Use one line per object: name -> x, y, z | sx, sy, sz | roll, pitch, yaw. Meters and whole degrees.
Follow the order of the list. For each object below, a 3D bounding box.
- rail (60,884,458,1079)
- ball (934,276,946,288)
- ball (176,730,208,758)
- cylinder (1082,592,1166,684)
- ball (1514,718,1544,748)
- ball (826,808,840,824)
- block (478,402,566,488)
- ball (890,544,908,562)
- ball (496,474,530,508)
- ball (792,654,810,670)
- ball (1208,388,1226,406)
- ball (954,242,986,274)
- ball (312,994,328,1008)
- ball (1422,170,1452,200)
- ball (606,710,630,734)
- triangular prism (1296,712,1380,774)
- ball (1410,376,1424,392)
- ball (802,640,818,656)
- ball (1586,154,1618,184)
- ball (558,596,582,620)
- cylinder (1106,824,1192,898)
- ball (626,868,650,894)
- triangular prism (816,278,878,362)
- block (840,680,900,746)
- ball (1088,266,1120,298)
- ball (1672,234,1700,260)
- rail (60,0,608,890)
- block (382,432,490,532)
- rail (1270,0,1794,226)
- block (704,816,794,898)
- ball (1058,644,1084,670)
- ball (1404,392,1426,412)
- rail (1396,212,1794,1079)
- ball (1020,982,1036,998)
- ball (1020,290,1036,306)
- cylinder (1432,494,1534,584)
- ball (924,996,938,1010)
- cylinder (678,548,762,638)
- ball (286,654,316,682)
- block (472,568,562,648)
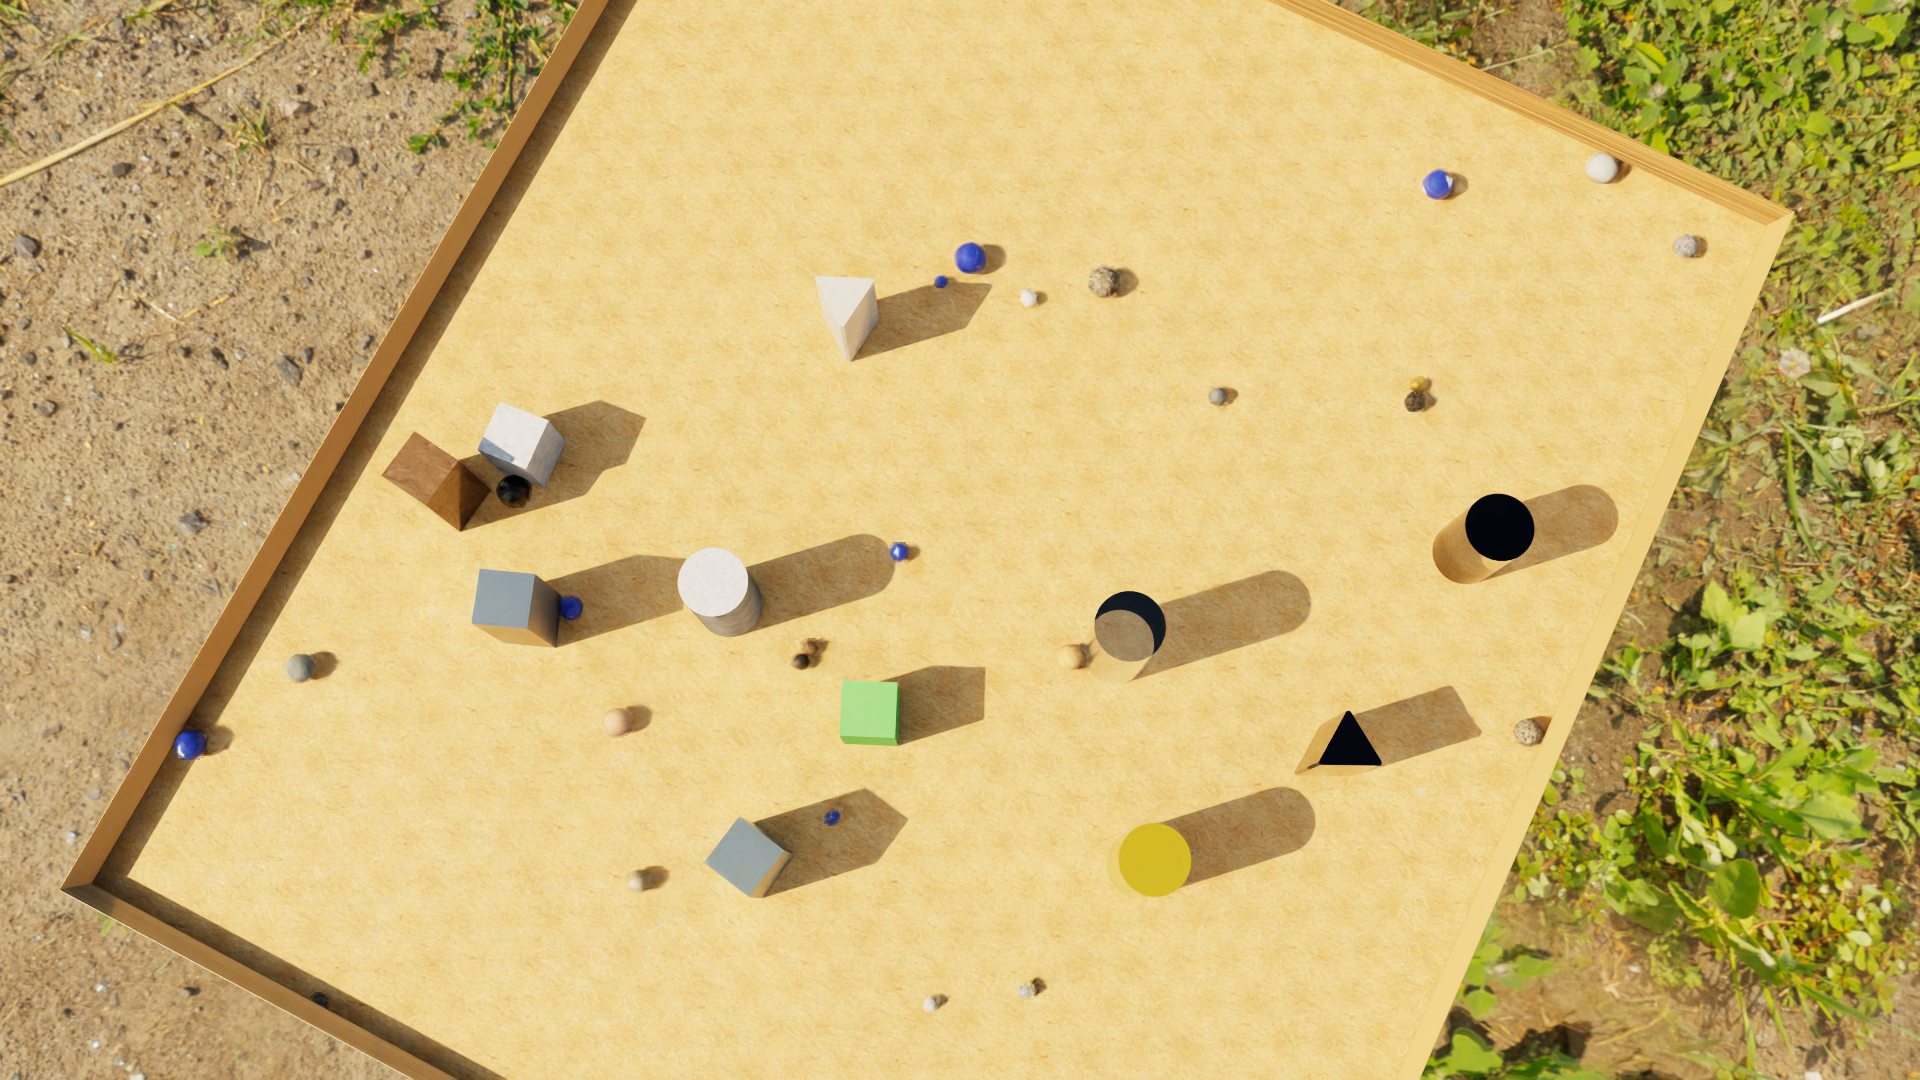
rail -> -0.923, 1.814, 5.174 | 3.716, 0.129, 0.045 | 26, 80, 5
ball -> -0.062, -0.813, 5.764 | 0.041, 0.041, 0.041 | 0, 78, 0
ball -> -2.285, 0.606, 5.446 | 0.088, 0.088, 0.088 | 0, 78, 0
cylinder -> 0.471, 0.288, 5.308 | 0.199, 0.488, 0.199 | 0, 78, 0
ball -> 1.693, 0.574, 5.455 | 0.085, 0.085, 0.085 | 0, 78, 0
ball -> -0.375, 0.818, 5.424 | 0.045, 0.045, 0.045 | 0, 78, 0
block -> -1.325, -0.287, 5.551 | 0.159, 0.244, 0.159 | 21, 79, 4
ball -> -0.185, 0.039, 5.581 | 0.055, 0.055, 0.055 | 0, 78, 0
ball -> -1.364, -0.150, 5.597 | 0.099, 0.099, 0.099 | 0, 78, 0
ball -> -0.477, 0.367, 5.514 | 0.051, 0.051, 0.051 | 0, 78, 0
ball -> 0.799, -0.446, 5.680 | 0.057, 0.057, 0.057 | 0, 78, 0
ball -> 0.030, -0.884, 5.749 | 0.100, 0.100, 0.100 | 0, 78, 0
ball -> -1.857, 1.341, 5.316 | 0.045, 0.045, 0.045 | 0, 78, 0
ball -> 1.511, -1.124, 5.802 | 0.094, 0.094, 0.094 | 0, 78, 0
ball -> -1.020, 0.541, 5.463 | 0.074, 0.074, 0.074 | 0, 78, 0
triangular prism -> 1.086, 0.588, 5.299 | 0.173, 0.384, 0.149 | 0, 78, 0
ball -> 1.420, -0.483, 5.693 | 0.047, 0.047, 0.047 | 0, 78, 0
ball -> -0.453, 0.325, 5.525 | 0.047, 0.047, 0.047 | 0, 78, 0
ball -> 2.038, -1.178, 5.813 | 0.094, 0.094, 0.094 | 0, 78, 0
ball -> -1.177, 0.208, 5.536 | 0.073, 0.073, 0.073 | 0, 78, 0
cylinder -> 0.533, 0.917, 5.215 | 0.199, 0.416, 0.199 | 0, 78, 0
ball -> -0.943, 1.000, 5.374 | 0.070, 0.070, 0.070 | 0, 78, 0
triangular prism -> -0.364, -0.702, 5.583 | 0.149, 0.351, 0.173 | 32, 80, 6
block -> -0.263, 0.511, 5.382 | 0.159, 0.253, 0.159 | 2, 78, 0
ball -> 0.449, -0.806, 5.734 | 0.097, 0.097, 0.097 | 0, 78, 0
ball -> 2.285, -0.923, 5.770 | 0.083, 0.083, 0.083 | 0, 78, 0
rail -> -1.641, -0.796, 5.714 | 0.045, 0.129, 4.174 | 26, 80, 5
block -> -1.556, -0.170, 5.461 | 0.159, 0.373, 0.159 | 33, 80, 6
rail -> 0.923, -1.800, 5.922 | 3.716, 0.129, 0.045 | 26, 80, 5
block -> -0.601, 0.914, 5.258 | 0.159, 0.331, 0.159 | 36, 81, 7
ball -> 0.331, 0.354, 5.503 | 0.079, 0.079, 0.079 | 0, 78, 0
ball -> 1.407, -0.426, 5.672 | 0.064, 0.064, 0.064 | 0, 78, 0
rail -> 1.641, 0.810, 5.382 | 0.045, 0.129, 4.174 | 26, 80, 5
ball -> 0.196, 1.307, 5.322 | 0.047, 0.047, 0.047 | 0, 78, 0
ball -> 0.215, -0.757, 5.747 | 0.051, 0.051, 0.051 | 0, 78, 0
cylinder -> 1.545, 0.001, 5.427 | 0.199, 0.372, 0.199 | 0, 78, 0
ball -> -0.083, 1.345, 5.317 | 0.041, 0.041, 0.041 | 0, 78, 0
cylinder -> -0.700, 0.158, 5.382 | 0.199, 0.394, 0.199 | 0, 78, 0
ball -> -1.977, 0.382, 5.495 | 0.084, 0.084, 0.084 | 0, 78, 0
block -> -1.296, 0.204, 5.383 | 0.159, 0.374, 0.159 | 5, 78, 1
